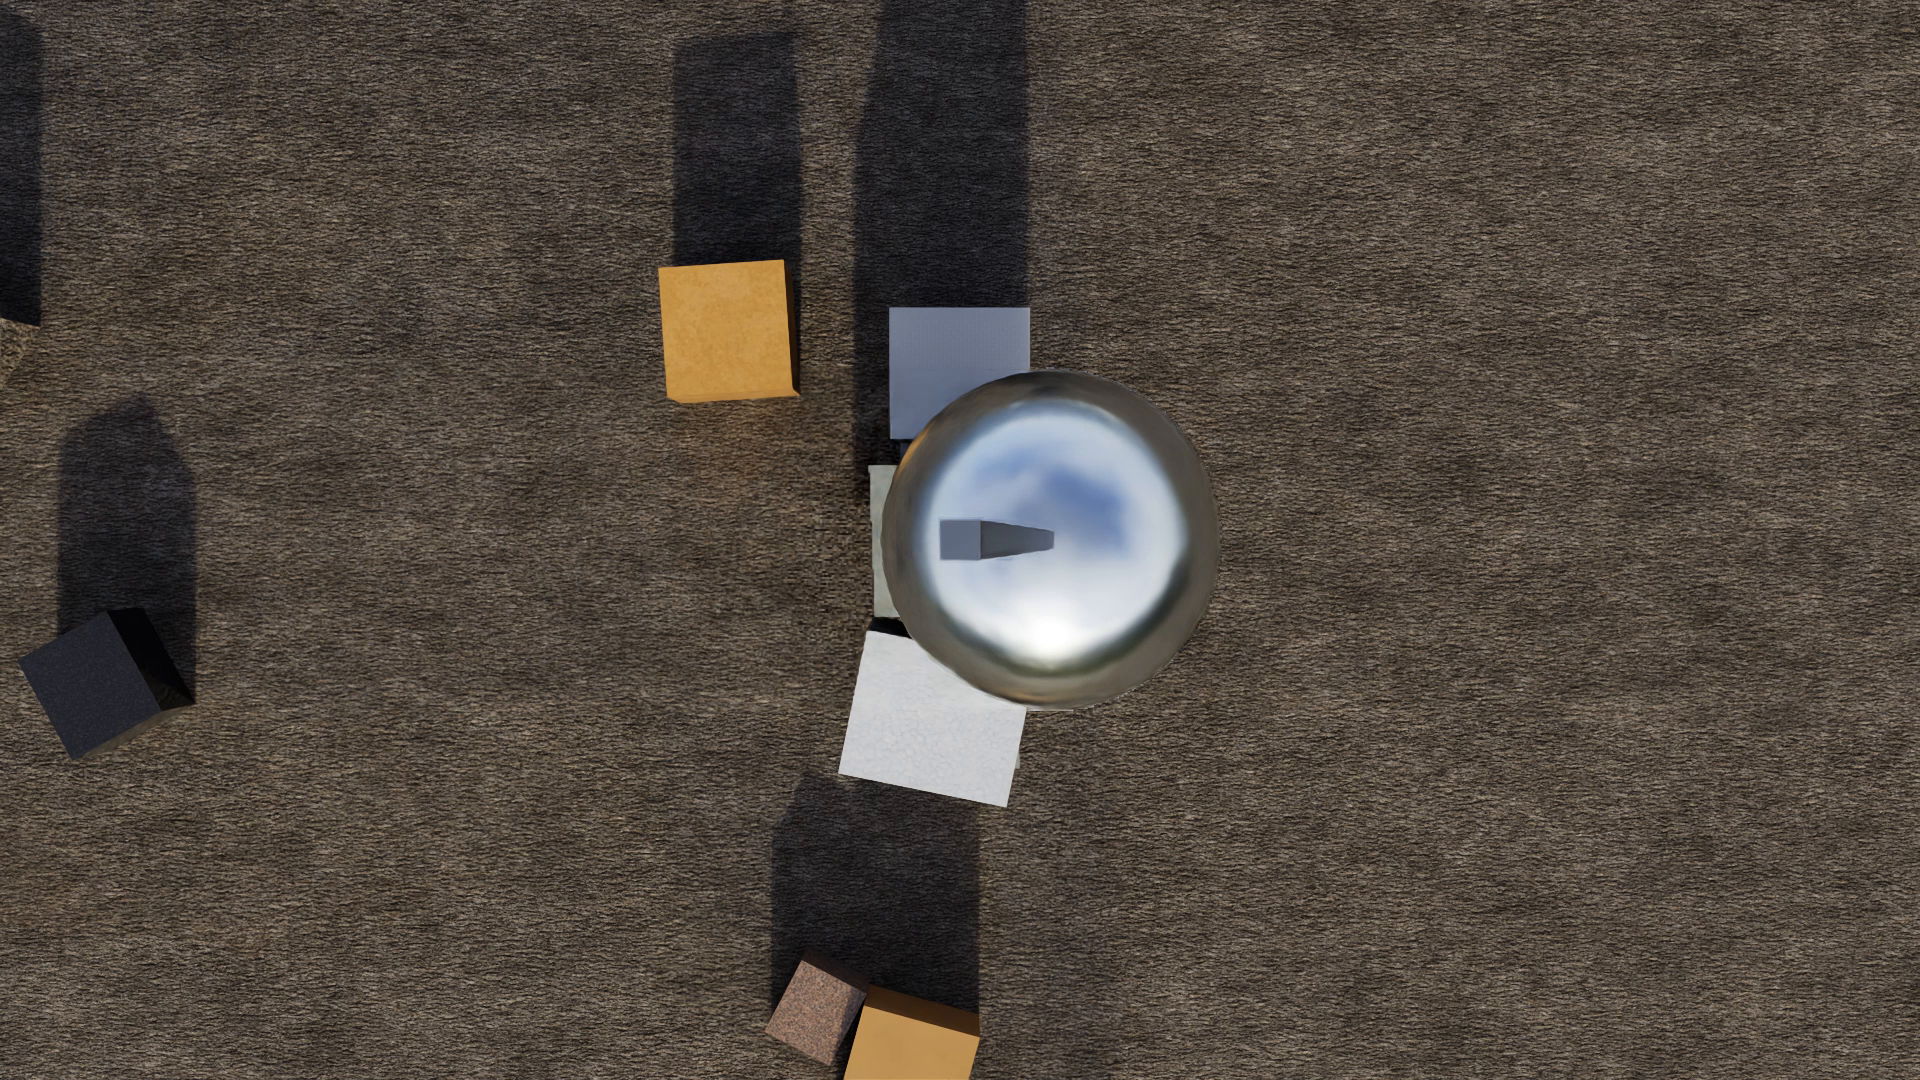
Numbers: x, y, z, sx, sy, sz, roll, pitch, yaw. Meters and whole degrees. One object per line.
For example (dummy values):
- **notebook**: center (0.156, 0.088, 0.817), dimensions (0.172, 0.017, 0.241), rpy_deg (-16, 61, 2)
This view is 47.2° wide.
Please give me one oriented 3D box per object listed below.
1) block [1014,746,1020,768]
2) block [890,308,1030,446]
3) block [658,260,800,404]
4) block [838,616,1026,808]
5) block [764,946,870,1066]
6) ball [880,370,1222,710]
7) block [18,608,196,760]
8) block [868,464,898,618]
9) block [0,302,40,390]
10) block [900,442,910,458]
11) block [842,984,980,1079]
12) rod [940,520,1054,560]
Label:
- **block**: center (-0.002, 1.004, 12.696), dimensions (0.658, 0.607, 0.592), rpy_deg (-2, 90, 0)
- **block**: center (-0.002, -0.920, 12.555), dimensions (0.774, 0.891, 0.720), rpy_deg (0, 90, 0)
- **block**: center (-1.322, -1.194, 12.693), dimensions (0.708, 0.613, 0.727), rpy_deg (-4, 90, 0)
- **block**: center (-0.121, 0.911, 11.934), dimensions (0.899, 0.874, 0.770), rpy_deg (12, 93, -1)
- **block**: center (-0.824, 2.698, 12.774), dimensions (0.420, 0.451, 0.462), rpy_deg (28, 90, 0)
- **ball**: center (0.423, 0.000, 10.343), dimensions (1.600, 1.600, 1.600), rpy_deg (0, 90, 0)
- **block**: center (-4.927, 0.825, 12.722), dimensions (0.579, 0.556, 0.650), rpy_deg (-29, 90, 0)
- **block**: center (-0.049, -0.007, 11.887), dimensions (0.819, 0.884, 0.794), rpy_deg (-2, 90, 0)
- **block**: center (-5.920, -1.167, 12.622), dimensions (0.723, 0.756, 0.676), rpy_deg (33, 90, 0)
- **block**: center (-0.016, -0.257, 12.664), dimensions (0.639, 0.672, 0.585), rpy_deg (-1, 90, 0)
- **block**: center (-0.308, 3.054, 12.699), dimensions (0.680, 0.603, 0.703), rpy_deg (15, 90, 0)
- **rod**: center (0.183, 0.000, 6.951), dimensions (0.080, 5.200, 0.080), rpy_deg (0, 90, 4)
